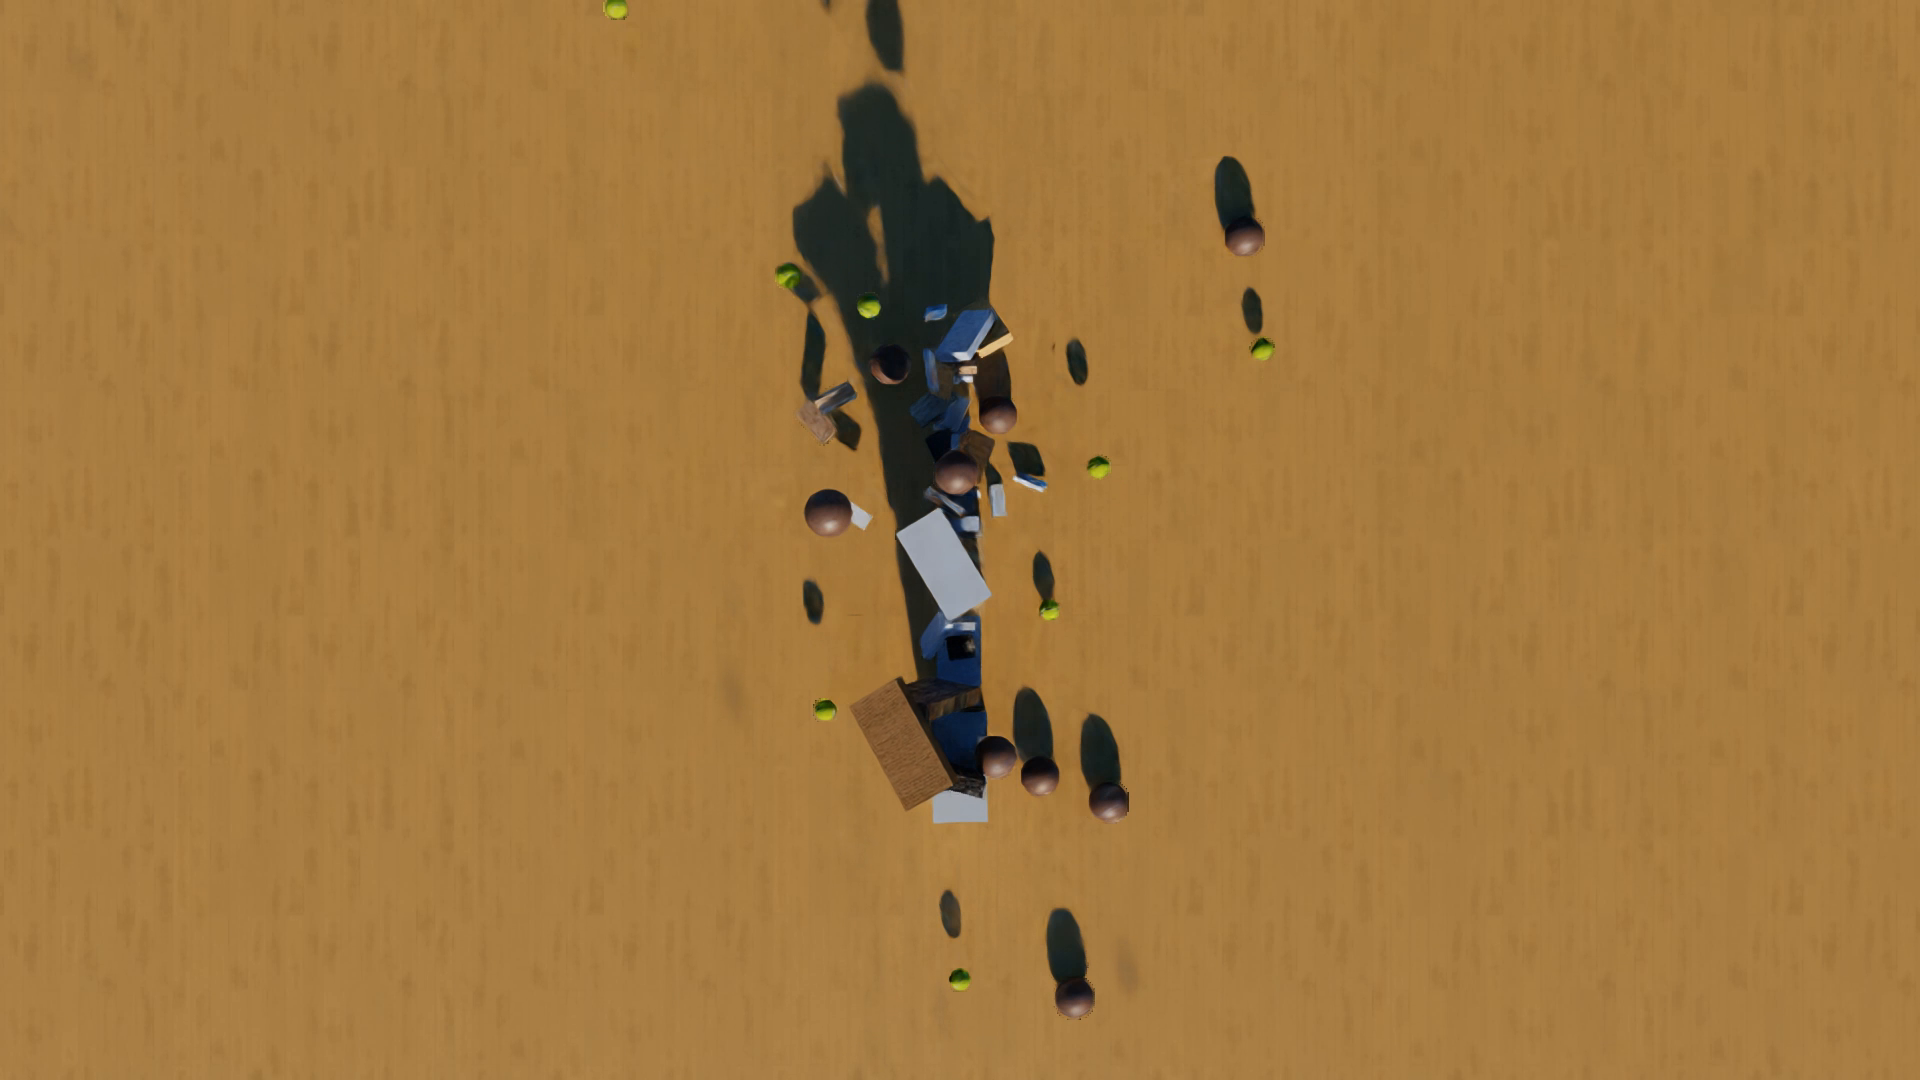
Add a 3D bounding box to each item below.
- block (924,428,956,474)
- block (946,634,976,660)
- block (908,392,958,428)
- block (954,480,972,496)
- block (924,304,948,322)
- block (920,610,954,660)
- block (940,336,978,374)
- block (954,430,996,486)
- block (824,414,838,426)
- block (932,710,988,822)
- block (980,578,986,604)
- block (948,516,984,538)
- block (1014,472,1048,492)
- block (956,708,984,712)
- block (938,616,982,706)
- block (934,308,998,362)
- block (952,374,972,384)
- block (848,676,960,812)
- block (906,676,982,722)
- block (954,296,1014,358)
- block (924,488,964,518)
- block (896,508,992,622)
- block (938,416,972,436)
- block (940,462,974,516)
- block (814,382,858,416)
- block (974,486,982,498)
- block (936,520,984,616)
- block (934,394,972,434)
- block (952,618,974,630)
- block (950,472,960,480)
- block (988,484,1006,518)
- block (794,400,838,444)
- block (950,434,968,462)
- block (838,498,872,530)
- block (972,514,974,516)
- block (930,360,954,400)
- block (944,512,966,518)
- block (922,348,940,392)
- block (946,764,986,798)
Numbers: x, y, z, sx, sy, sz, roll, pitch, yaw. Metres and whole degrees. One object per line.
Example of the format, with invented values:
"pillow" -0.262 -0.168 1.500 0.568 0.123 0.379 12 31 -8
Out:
"block" -0.035 -0.266 5.314 0.088 0.025 0.176 -24 105 10
"block" 0.003 0.332 5.099 0.083 0.166 0.023 -8 68 0
"block" -0.088 -0.443 5.380 0.157 0.022 0.078 -37 81 22
"block" 0.010 -0.163 5.204 0.061 0.121 0.017 5 77 1
"block" -0.074 -0.692 5.022 0.063 0.125 0.018 -10 86 -6
"block" -0.070 0.281 5.035 0.023 0.083 0.166 13 131 -25
"block" -0.004 -0.607 5.387 0.120 0.239 0.034 0 119 0
"block" 0.046 -0.254 5.108 0.081 0.023 0.163 25 66 -9
"block" -0.457 -0.385 5.397 0.066 0.132 0.019 51 60 -14
"block" -0.001 0.705 5.135 0.170 0.048 0.340 -1 90 0
"block" 0.000 0.152 5.008 0.150 0.301 0.043 3 82 0
"block" -0.011 -0.035 5.005 0.150 0.301 0.043 -4 86 3
"block" 0.233 -0.193 5.462 0.106 0.053 0.015 23 116 8
"block" -0.003 0.588 5.329 0.170 0.340 0.048 0 91 0
"block" -0.002 0.381 5.200 0.140 0.040 0.280 0 90 0
"block" 0.020 -0.659 5.314 0.120 0.239 0.034 1 132 30
"block" 0.001 -0.557 5.426 0.078 0.157 0.022 0 119 0
"block" -0.161 0.587 4.750 0.173 0.049 0.346 -32 82 21
"block" -0.092 0.476 4.965 0.173 0.414 0.049 10 96 21
"block" 0.075 -0.699 5.402 0.120 0.239 0.034 -29 134 0
"block" -0.047 -0.111 4.863 0.122 0.061 0.017 32 74 0
"block" -0.046 0.072 4.834 0.150 0.043 0.301 -31 90 1
"block" -0.027 -0.354 5.422 0.088 0.176 0.025 13 132 5
"block" -0.008 -0.142 5.279 0.106 0.030 0.212 3 83 0
"block" -0.392 -0.448 5.204 0.125 0.018 0.063 -27 132 5
"block" 0.002 -0.188 5.400 0.106 0.211 0.030 -13 119 0
"block" 0.001 0.087 5.181 0.149 0.042 0.298 0 90 0
"block" -0.026 -0.416 5.437 0.078 0.022 0.157 17 52 9
"block" 0.002 0.260 5.097 0.083 0.166 0.023 0 91 0
"block" 0.009 -0.201 5.188 0.081 0.163 0.023 3 93 0
"block" 0.124 -0.130 5.477 0.053 0.015 0.106 -6 90 -38
"block" -0.460 -0.378 5.272 0.066 0.019 0.132 -42 89 -10
"block" 0.010 -0.288 5.205 0.023 0.203 0.081 4 91 16
"block" -0.342 -0.085 5.362 0.106 0.015 0.053 34 100 -4
"block" -0.005 -0.083 5.393 0.106 0.211 0.030 0 100 0
"block" -0.056 -0.511 5.293 0.066 0.132 0.019 26 52 14
"block" -0.031 -0.075 5.188 0.061 0.121 0.017 8 95 20
"block" -0.089 -0.524 5.092 0.018 0.063 0.125 -12 74 16
"block" -0.016 0.711 4.937 0.173 0.346 0.049 15 87 0
